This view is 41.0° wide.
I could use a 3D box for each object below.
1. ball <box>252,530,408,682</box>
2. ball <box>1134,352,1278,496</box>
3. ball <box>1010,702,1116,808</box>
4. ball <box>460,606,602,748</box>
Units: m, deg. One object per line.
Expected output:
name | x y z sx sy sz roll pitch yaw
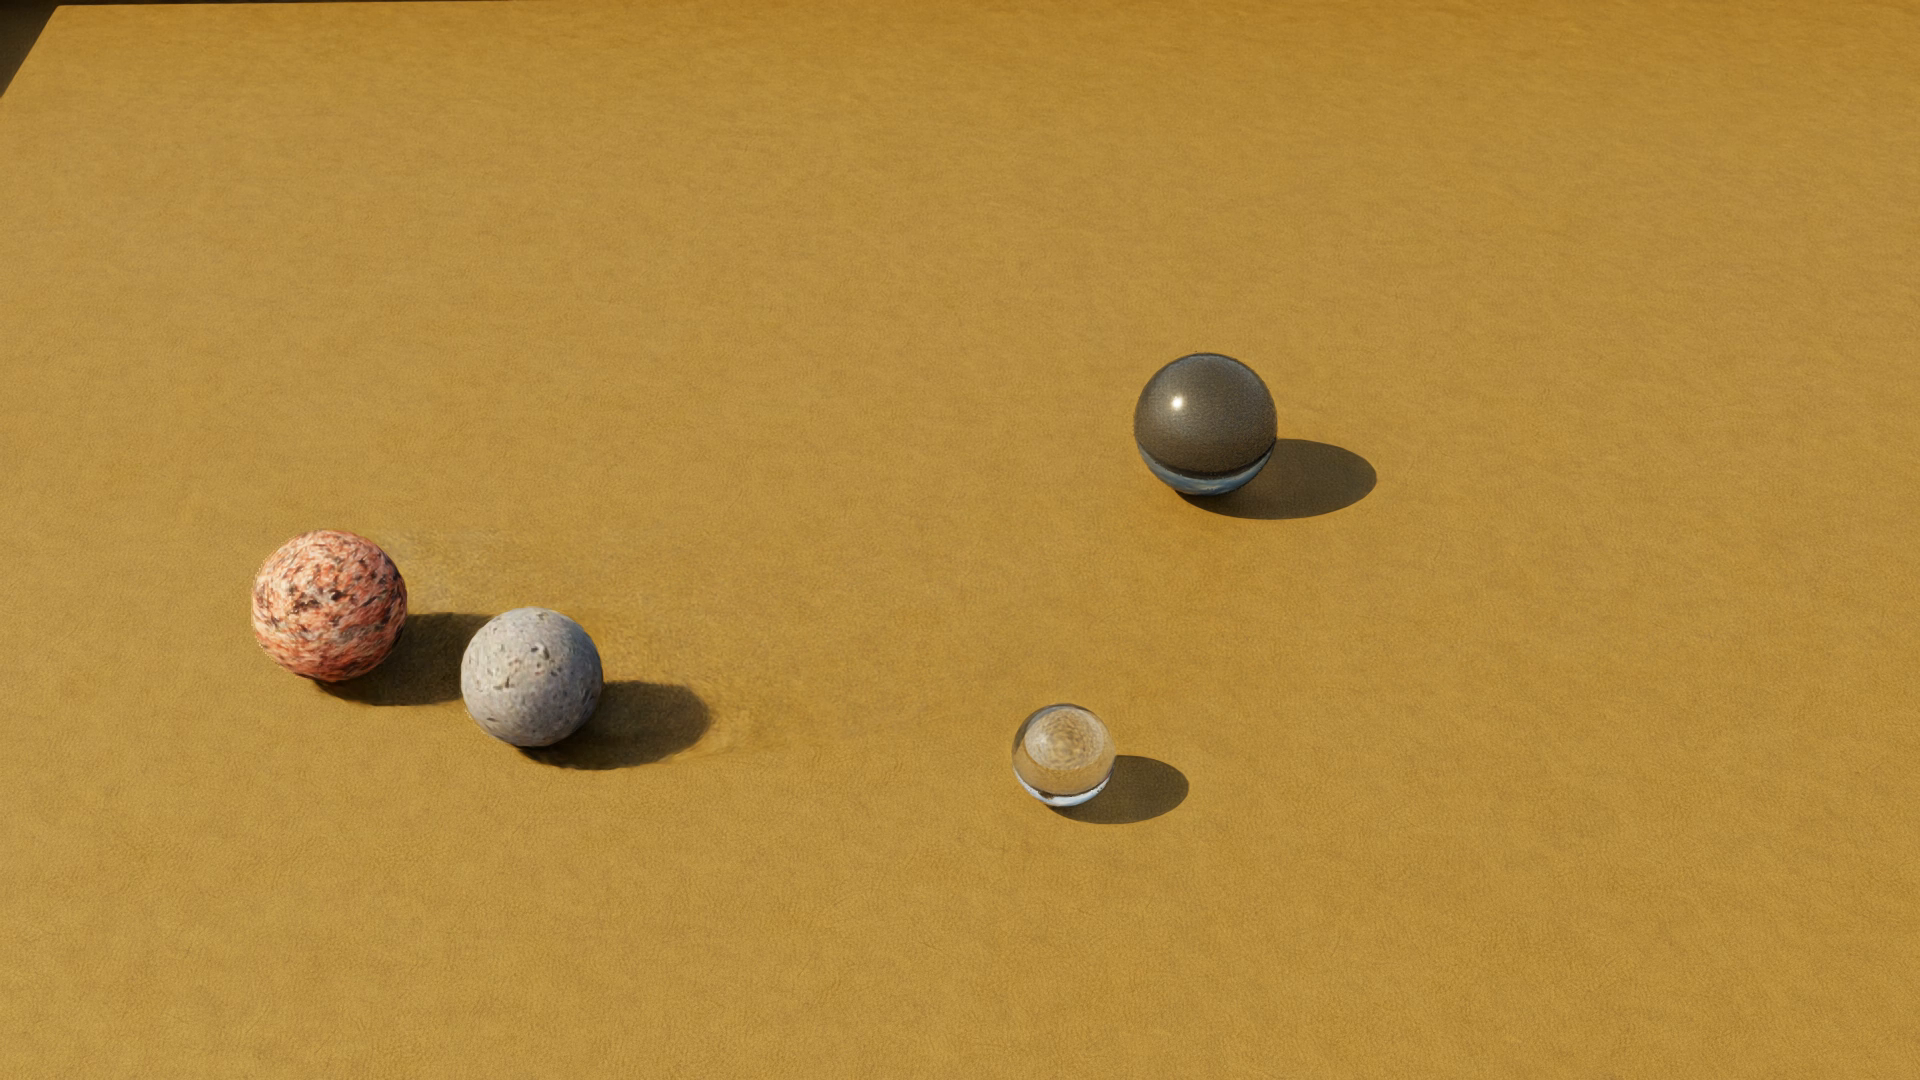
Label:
ball | -0.377 0.039 1.535 0.091 0.091 0.091 0 36 0
ball | 0.162 -0.076 1.690 0.095 0.095 0.095 0 36 0
ball | 0.058 0.121 1.450 0.059 0.059 0.059 0 36 0
ball | -0.248 0.079 1.489 0.082 0.082 0.082 0 36 0
